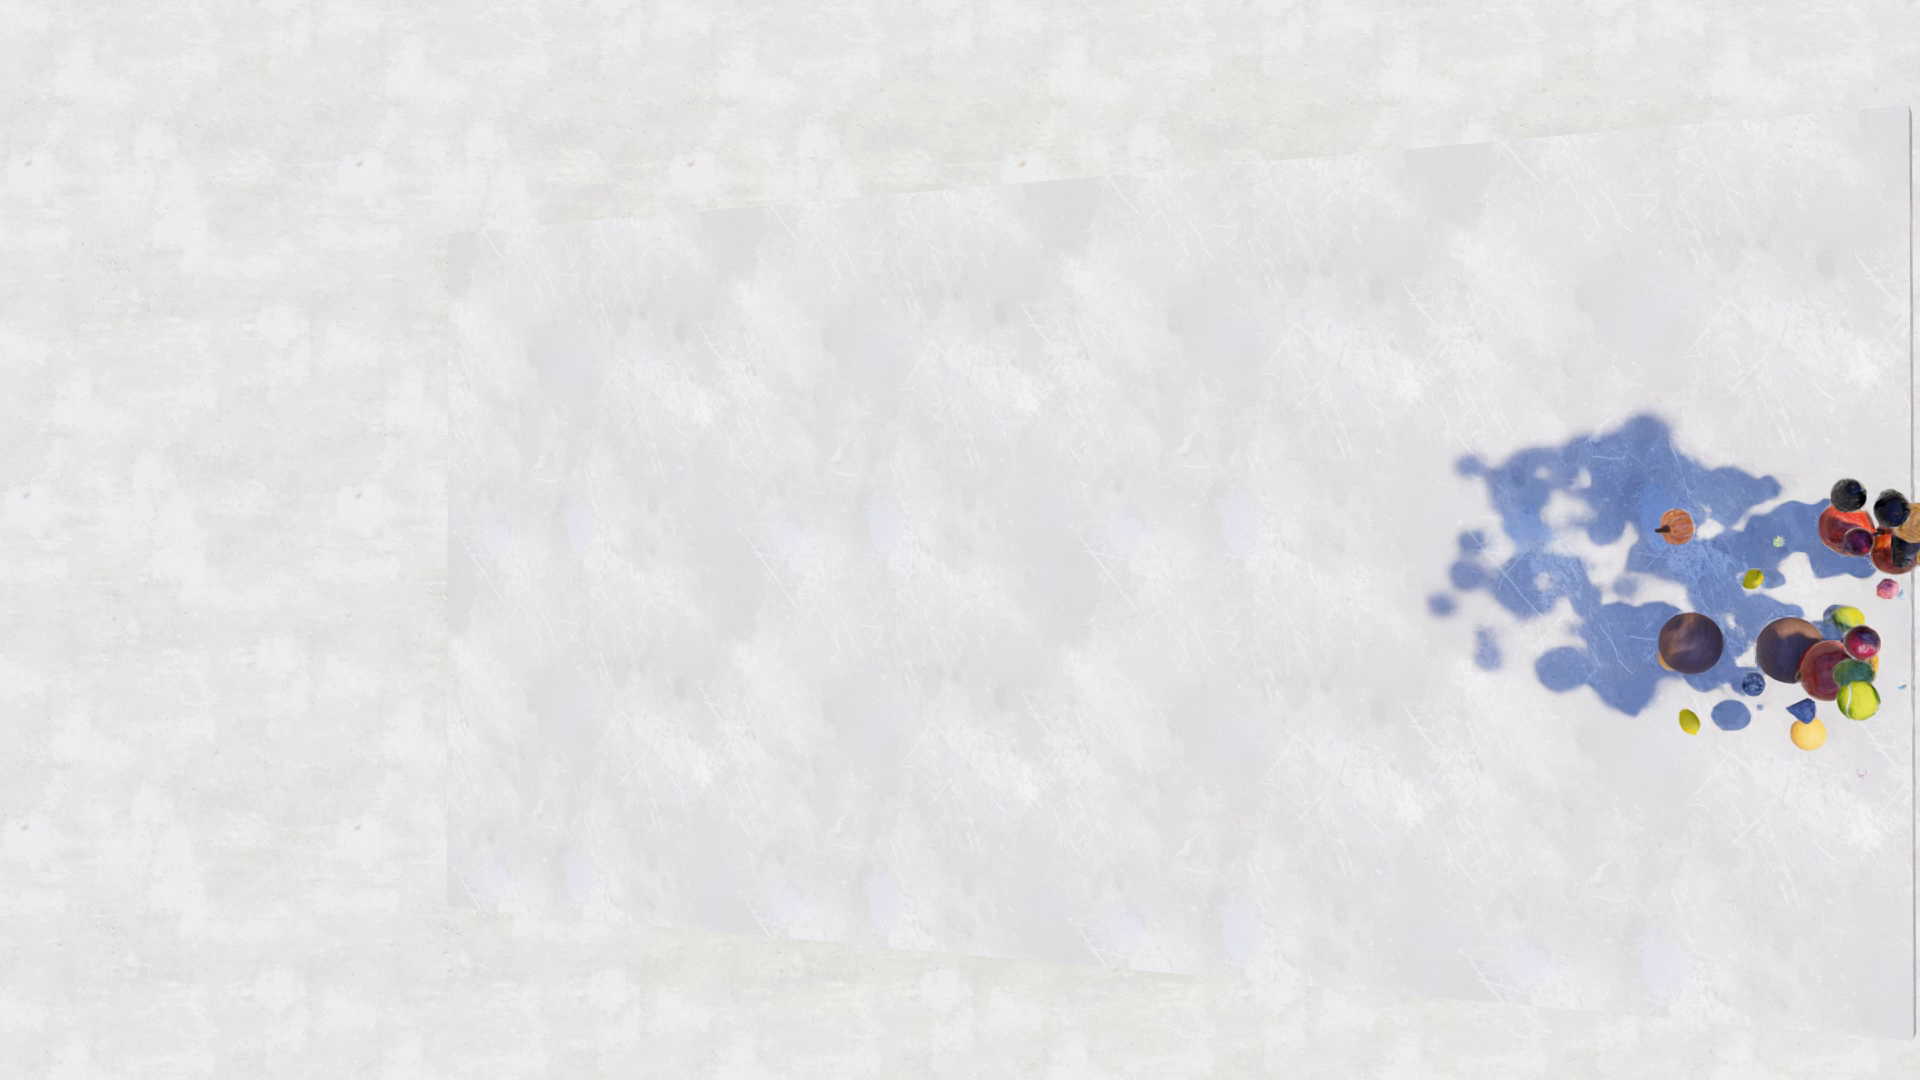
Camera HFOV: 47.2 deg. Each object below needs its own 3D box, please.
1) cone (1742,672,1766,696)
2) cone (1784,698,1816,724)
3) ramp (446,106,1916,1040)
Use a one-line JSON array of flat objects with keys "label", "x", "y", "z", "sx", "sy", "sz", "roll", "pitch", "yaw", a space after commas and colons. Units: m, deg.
[{"label": "cone", "x": 1.679, "y": 0.303, "z": 4.618, "sx": 0.053, "sy": 0.053, "sz": 0.053, "roll": 0, "pitch": 87, "yaw": -8}, {"label": "cone", "x": 1.579, "y": 0.321, "z": 4.153, "sx": 0.051, "sy": 0.051, "sz": 0.051, "roll": 6, "pitch": 89, "yaw": -14}, {"label": "ramp", "x": 0.278, "y": 0.079, "z": 5.660, "sx": 4.000, "sy": 0.100, "sz": 2.000, "roll": 0, "pitch": 89, "yaw": 27}]
